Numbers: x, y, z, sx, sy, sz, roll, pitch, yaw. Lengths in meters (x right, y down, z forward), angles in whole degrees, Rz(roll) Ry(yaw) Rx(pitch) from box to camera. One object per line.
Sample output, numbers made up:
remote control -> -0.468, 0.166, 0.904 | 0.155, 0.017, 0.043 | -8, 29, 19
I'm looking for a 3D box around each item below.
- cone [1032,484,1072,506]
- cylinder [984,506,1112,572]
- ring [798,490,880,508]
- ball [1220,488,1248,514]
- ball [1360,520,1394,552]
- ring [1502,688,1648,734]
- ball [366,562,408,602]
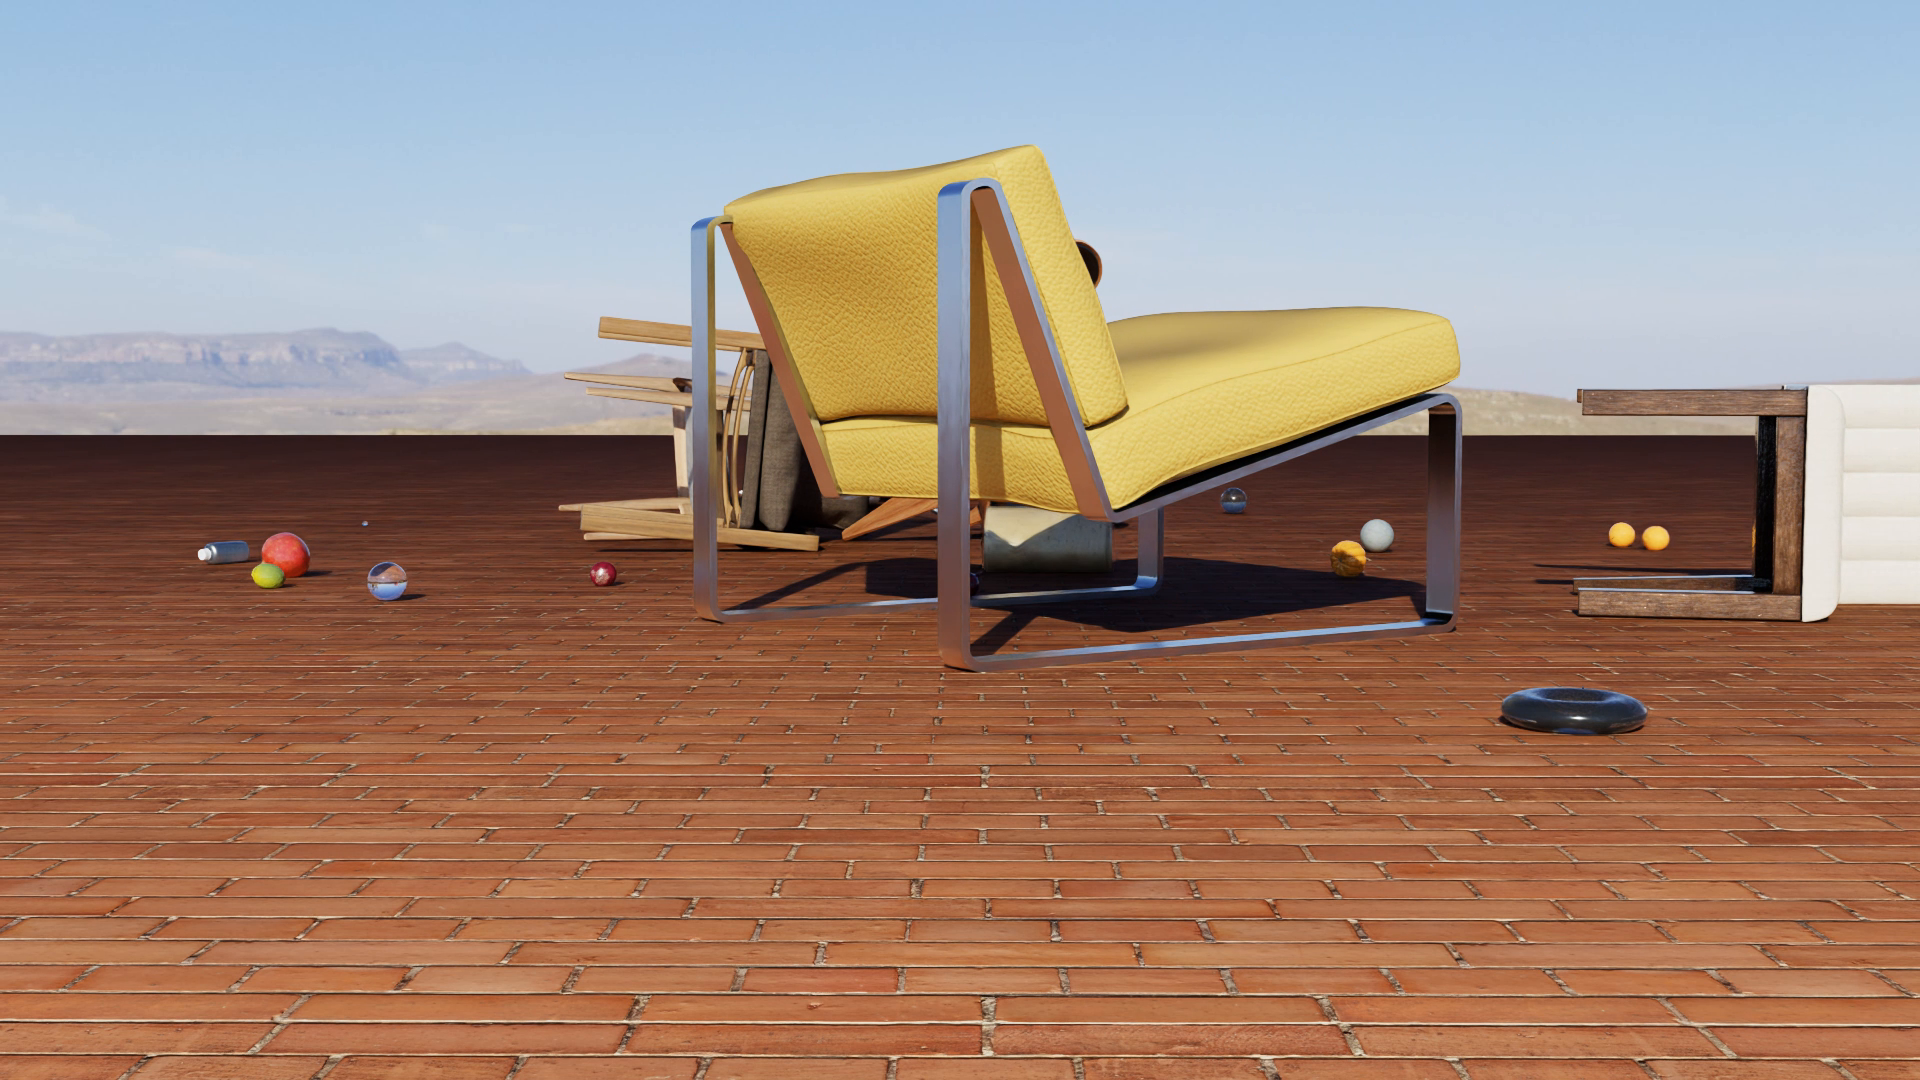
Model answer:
cone -> 0.300, -0.129, 8.070 | 0.156, 0.104, 0.167 | -26, 22, -36
cylinder -> 0.220, -0.003, 5.445 | 0.311, 0.148, 0.259 | 0, 18, 3
ring -> -0.462, -0.158, 8.400 | 0.312, 0.062, 0.307 | -1, 5, -1
ball -> 0.984, -0.141, 7.905 | 0.095, 0.095, 0.095 | 0, 4, 0
ball -> 1.144, -0.011, 6.034 | 0.092, 0.092, 0.092 | 0, 4, 0
ring -> 0.818, 0.227, 2.931 | 0.190, 0.043, 0.187 | 4, 6, 37
ball -> -1.213, 0.088, 4.658 | 0.083, 0.083, 0.083 | 0, 4, 0
